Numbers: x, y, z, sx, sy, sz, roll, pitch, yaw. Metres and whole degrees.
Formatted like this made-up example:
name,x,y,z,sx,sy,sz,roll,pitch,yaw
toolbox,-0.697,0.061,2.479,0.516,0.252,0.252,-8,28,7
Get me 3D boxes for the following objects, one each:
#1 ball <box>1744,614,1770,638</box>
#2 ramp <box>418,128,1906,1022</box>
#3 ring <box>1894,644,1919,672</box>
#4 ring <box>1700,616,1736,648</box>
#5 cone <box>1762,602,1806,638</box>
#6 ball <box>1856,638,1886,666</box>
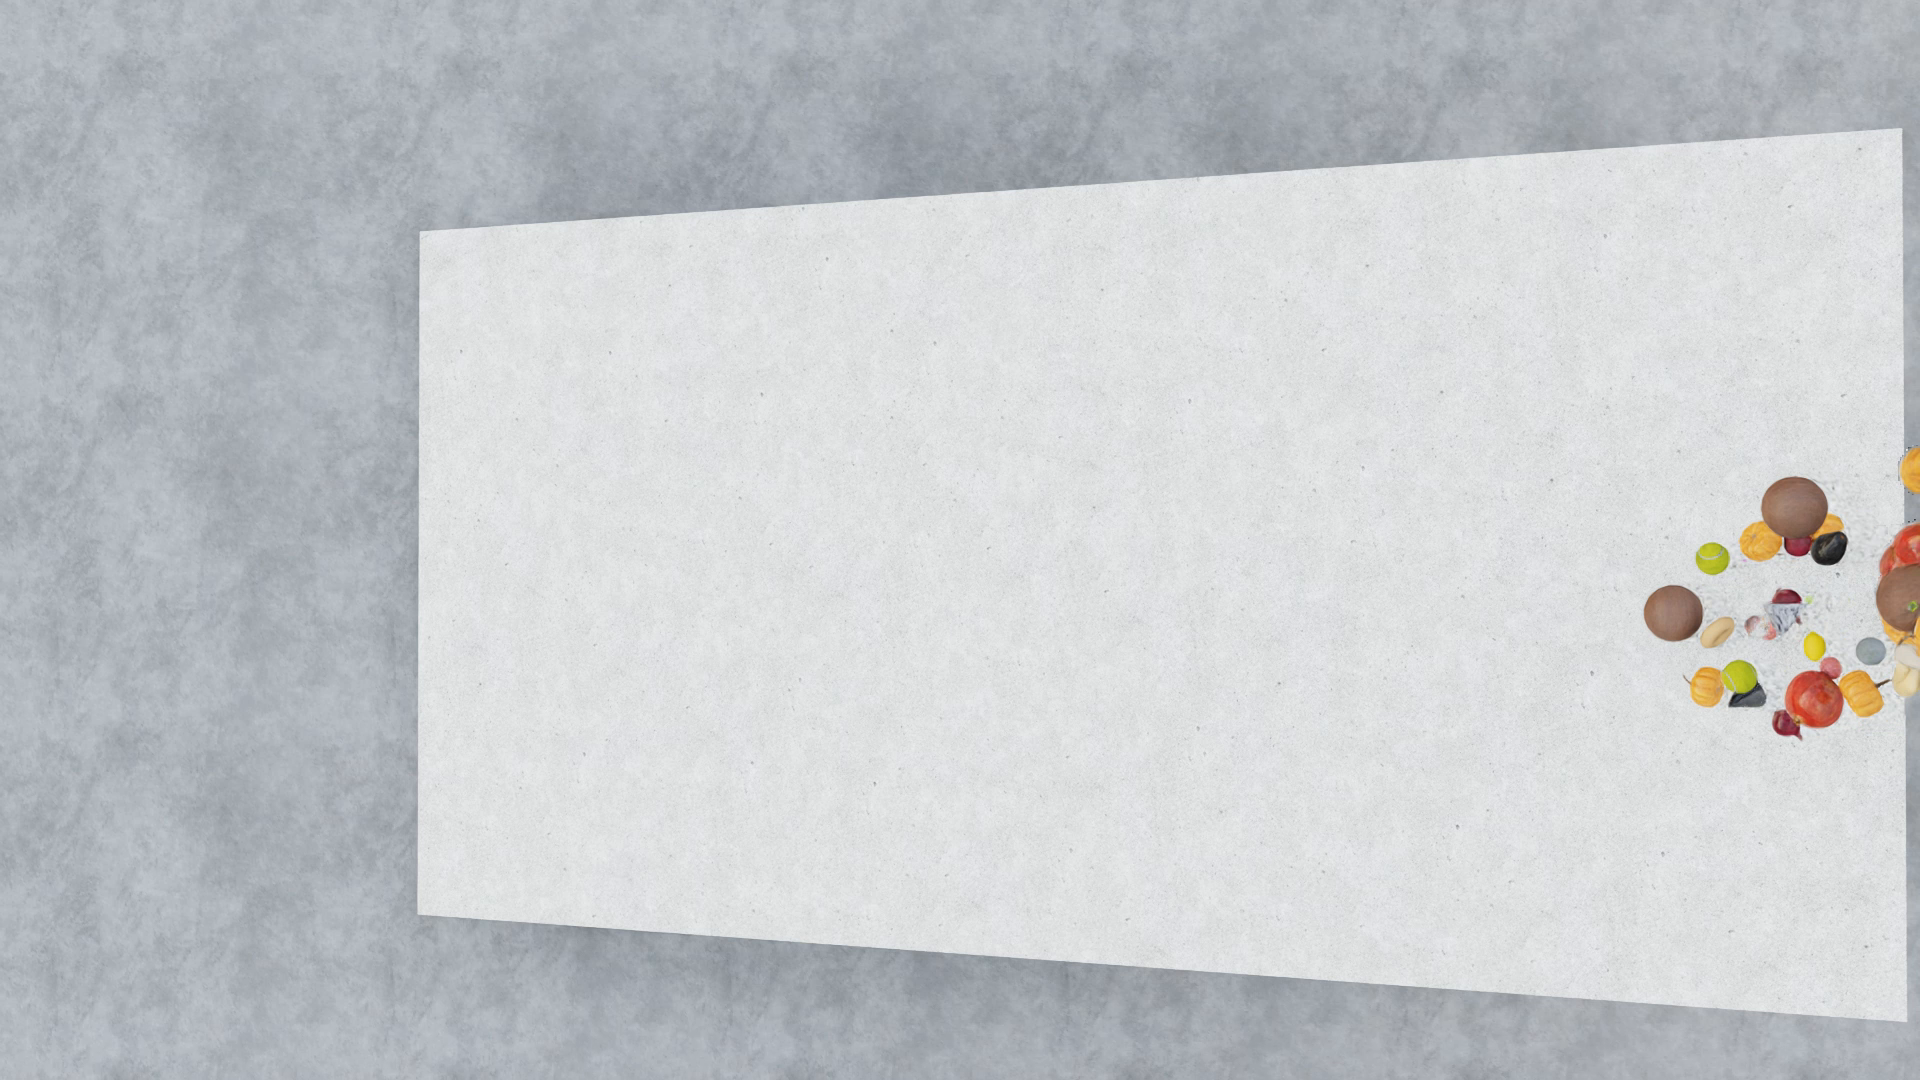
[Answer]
name,x,y,z,sx,sy,sz,roll,pitch,yaw
ball,1.702,0.184,4.695,0.050,0.050,0.050,0,89,0
ramp,0.283,0.086,5.728,4.000,0.100,2.000,0,89,22
ring,1.697,0.215,3.853,0.117,0.117,0.039,22,95,0
ring,1.696,0.207,4.922,0.089,0.089,0.030,-36,58,0
cone,1.672,0.145,4.429,0.077,0.077,0.077,-31,89,-1
ball,1.930,0.236,4.660,0.061,0.061,0.061,0,89,0
